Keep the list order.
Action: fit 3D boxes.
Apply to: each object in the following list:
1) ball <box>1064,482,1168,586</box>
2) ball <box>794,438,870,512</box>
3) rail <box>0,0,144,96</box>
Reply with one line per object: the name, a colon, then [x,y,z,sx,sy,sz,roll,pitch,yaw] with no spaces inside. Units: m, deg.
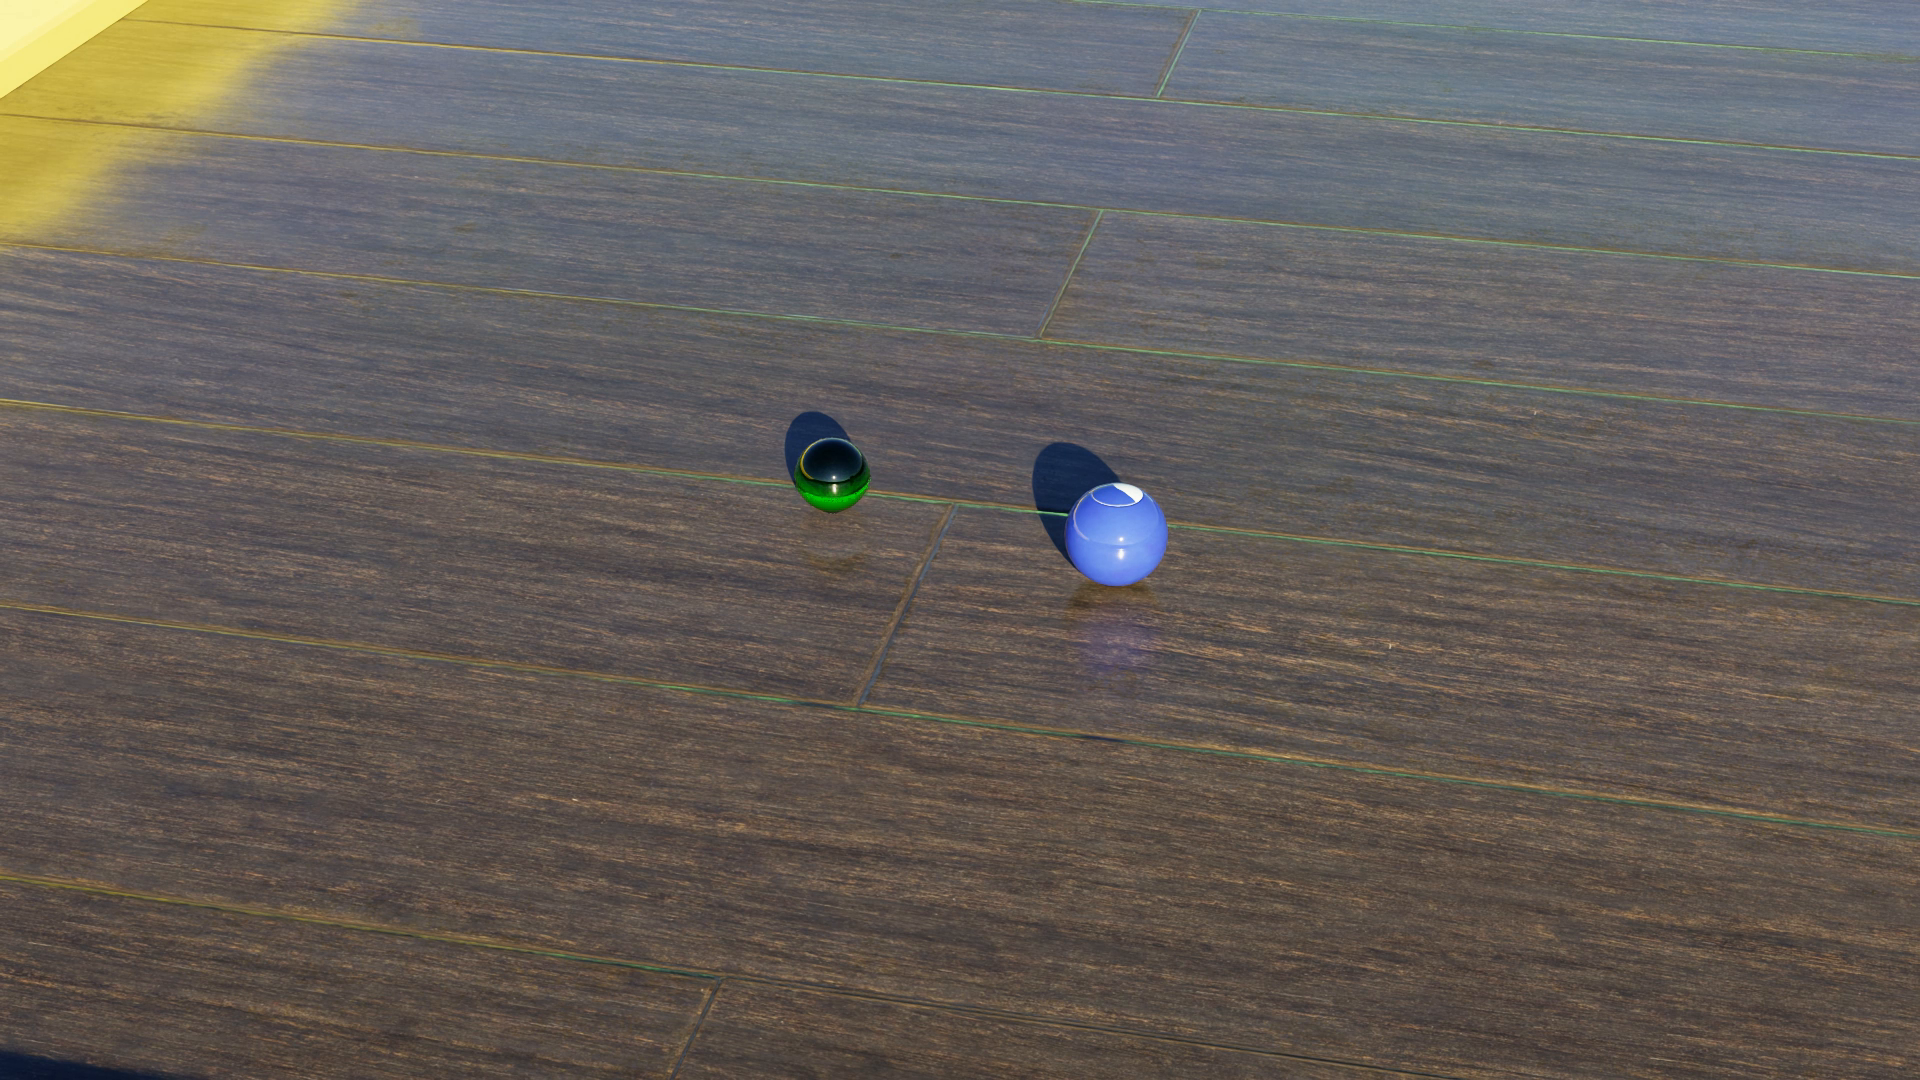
ball: [0.092,-0.003,1.728,0.061,0.061,0.061,0,28,0]
ball: [-0.079,-0.040,1.813,0.046,0.046,0.046,0,28,0]
rail: [-0.737,-0.529,2.642,0.045,0.118,3.463,6,29,11]
